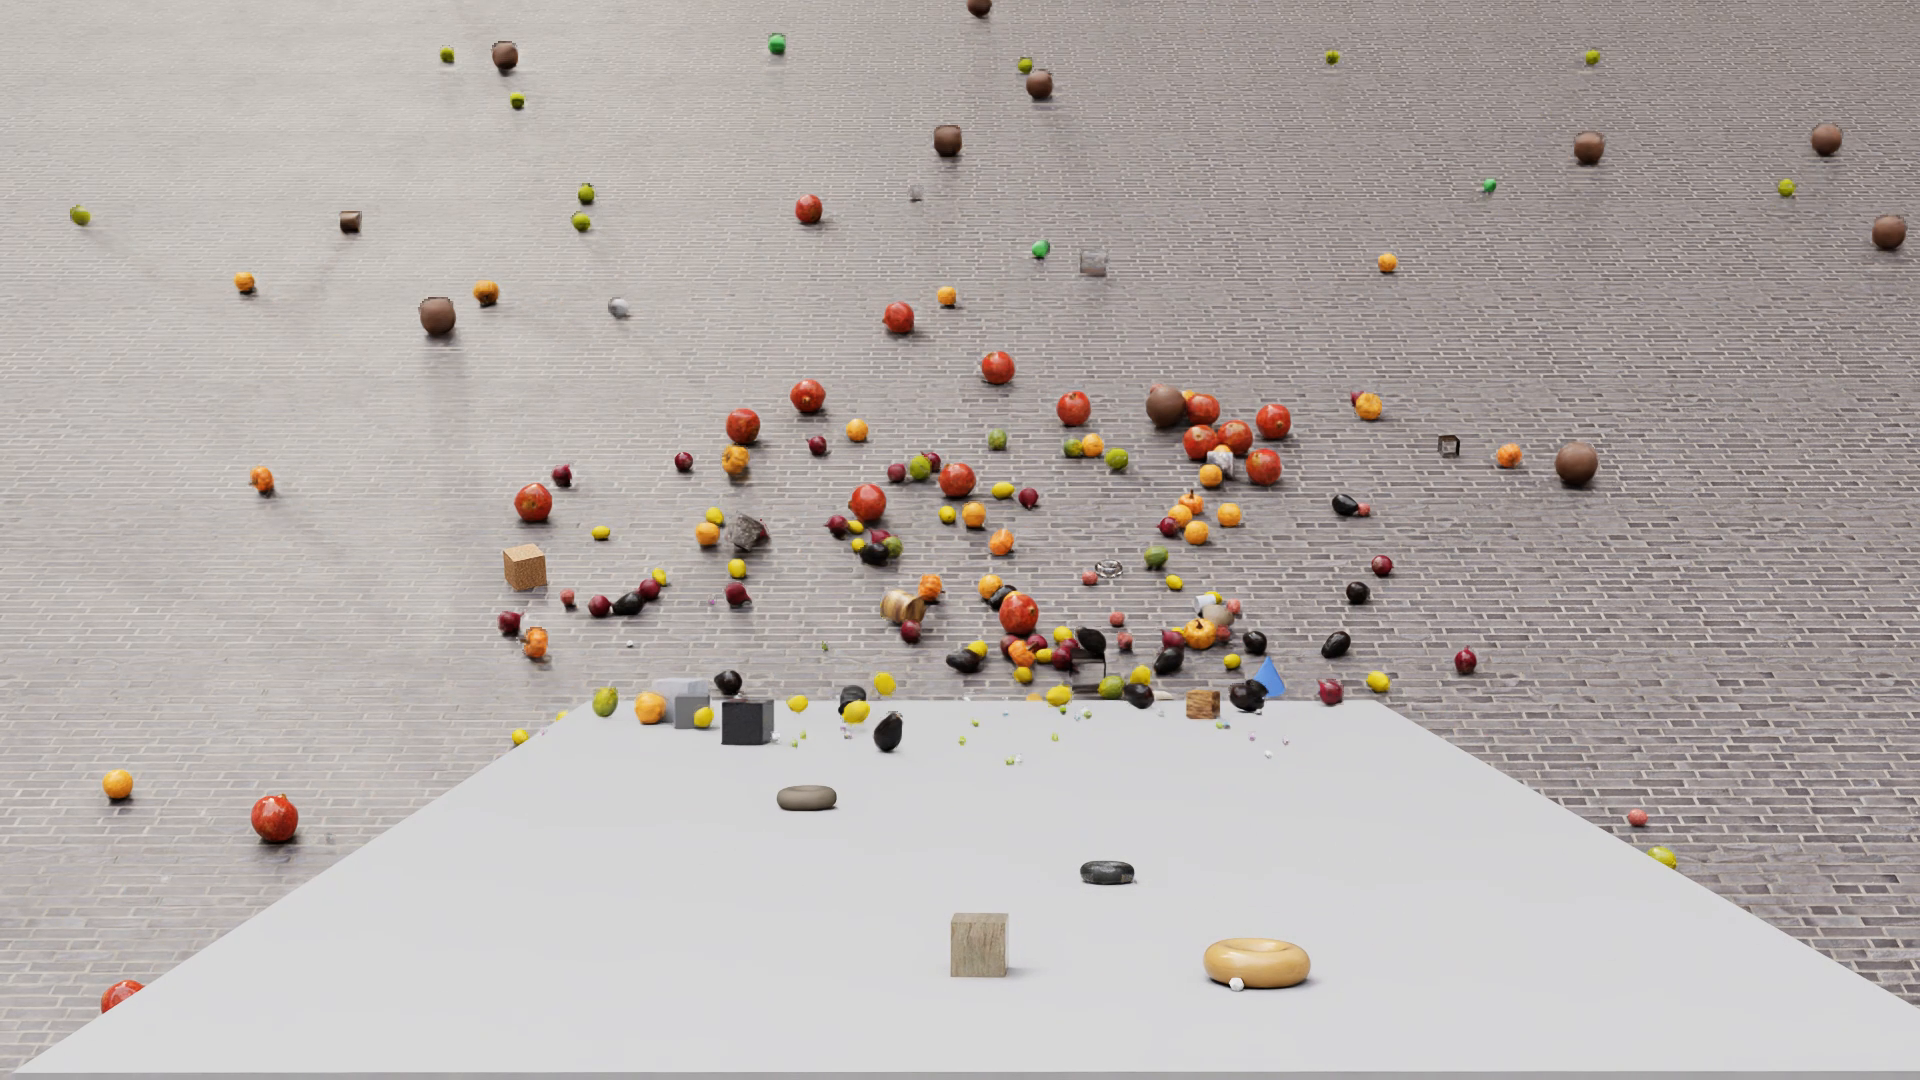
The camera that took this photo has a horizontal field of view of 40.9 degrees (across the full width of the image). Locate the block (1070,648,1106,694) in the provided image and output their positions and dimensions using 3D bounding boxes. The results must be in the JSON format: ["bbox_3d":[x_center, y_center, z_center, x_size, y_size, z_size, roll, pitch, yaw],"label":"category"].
[{"bbox_3d":[0.337,0.345,6.802,0.088,0.088,0.088,-1,25,-1],"label":"block"}]

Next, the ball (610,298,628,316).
[{"bbox_3d":[-1.238,-0.845,9.368,0.068,0.068,0.068,0,25,0],"label":"ball"}]

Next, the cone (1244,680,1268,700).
[{"bbox_3d":[0.760,0.412,6.729,0.067,0.067,0.067,14,57,27],"label":"cone"}]

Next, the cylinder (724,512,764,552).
[{"bbox_3d":[-0.632,-0.023,7.546,0.087,0.087,0.087,29,-5,3],"label":"cylinder"}]

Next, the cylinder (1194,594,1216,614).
[{"bbox_3d":[0.685,0.179,7.201,0.050,0.050,0.050,-7,26,-14],"label":"cylinder"}]

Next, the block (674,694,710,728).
[{"bbox_3d":[-0.611,0.391,5.898,0.073,0.073,0.073,0,2,0],"label":"block"}]

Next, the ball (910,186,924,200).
[{"bbox_3d":[-0.179,-1.432,10.637,0.056,0.056,0.056,0,25,0],"label":"ball"}]

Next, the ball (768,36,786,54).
[{"bbox_3d":[-0.907,-2.460,12.796,0.089,0.089,0.089,0,25,0],"label":"ball"}]

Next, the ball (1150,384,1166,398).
[{"bbox_3d":[0.665,-0.501,8.653,0.051,0.051,0.051,0,25,0],"label":"ball"}]

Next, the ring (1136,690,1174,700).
[{"bbox_3d":[0.501,0.425,6.613,0.113,0.113,0.038,0,53,0],"label":"ring"}]

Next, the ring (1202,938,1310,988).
[{"bbox_3d":[0.346,0.493,3.007,0.126,0.042,0.126,1,2,0],"label":"ring"}]

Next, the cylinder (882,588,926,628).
[{"bbox_3d":[-0.156,0.189,7.136,0.087,0.087,0.087,-21,32,-38],"label":"cylinder"}]

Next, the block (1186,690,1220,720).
[{"bbox_3d":[0.576,0.390,6.112,0.062,0.062,0.062,1,2,22],"label":"block"}]

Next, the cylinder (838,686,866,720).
[{"bbox_3d":[-0.251,0.381,6.023,0.058,0.058,0.058,2,37,4],"label":"cylinder"}]

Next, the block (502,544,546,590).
[{"bbox_3d":[-1.244,0.077,7.370,0.092,0.092,0.092,-13,28,-26],"label":"block"}]

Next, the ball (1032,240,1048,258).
[{"bbox_3d":[0.311,-1.126,9.974,0.063,0.063,0.063,0,25,0],"label":"ball"}]

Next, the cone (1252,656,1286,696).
[{"bbox_3d":[0.810,0.347,6.787,0.098,0.098,0.098,0,25,0],"label":"cone"}]

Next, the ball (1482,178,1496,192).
[{"bbox_3d":[2.206,-1.478,10.738,0.054,0.054,0.054,0,25,0],"label":"ball"}]

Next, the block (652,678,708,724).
[{"bbox_3d":[-0.657,0.376,6.037,0.096,0.096,0.096,1,2,23],"label":"block"}]

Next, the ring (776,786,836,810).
[{"bbox_3d":[-0.269,0.452,4.516,0.106,0.035,0.106,-1,2,0],"label":"ring"}]

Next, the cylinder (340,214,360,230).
[{"bbox_3d":[-2.429,-1.267,10.268,0.067,0.067,0.067,-1,25,3],"label":"cylinder"}]

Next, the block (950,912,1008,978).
[{"bbox_3d":[0.024,0.480,3.058,0.065,0.065,0.065,0,2,4],"label":"block"}]

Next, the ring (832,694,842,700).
[{"bbox_3d":[-0.299,0.435,6.631,0.083,0.083,0.028,8,-7,16],"label":"ring"}]

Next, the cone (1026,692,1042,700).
[{"bbox_3d":[0.207,0.424,6.710,0.051,0.051,0.051,22,6,39],"label":"cone"}]

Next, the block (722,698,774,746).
[{"bbox_3d":[-0.458,0.392,5.571,0.091,0.091,0.091,0,2,12],"label":"block"}]

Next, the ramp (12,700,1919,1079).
[{"bbox_3d":[0.057,0.518,4.557,2.000,0.100,4.000,0,2,0],"label":"ramp"}]

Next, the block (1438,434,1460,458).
[{"bbox_3d":[1.559,-0.299,8.220,0.053,0.053,0.053,-4,25,-9],"label":"block"}]

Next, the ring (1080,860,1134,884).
[{"bbox_3d":[0.213,0.479,3.720,0.080,0.027,0.080,1,1,0],"label":"ring"}]

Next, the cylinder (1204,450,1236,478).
[{"bbox_3d":[0.811,-0.235,8.052,0.079,0.079,0.079,-12,19,25],"label":"cylinder"}]

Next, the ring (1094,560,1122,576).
[{"bbox_3d":[0.429,0.081,7.439,0.082,0.027,0.082,0,24,0],"label":"ring"}]
